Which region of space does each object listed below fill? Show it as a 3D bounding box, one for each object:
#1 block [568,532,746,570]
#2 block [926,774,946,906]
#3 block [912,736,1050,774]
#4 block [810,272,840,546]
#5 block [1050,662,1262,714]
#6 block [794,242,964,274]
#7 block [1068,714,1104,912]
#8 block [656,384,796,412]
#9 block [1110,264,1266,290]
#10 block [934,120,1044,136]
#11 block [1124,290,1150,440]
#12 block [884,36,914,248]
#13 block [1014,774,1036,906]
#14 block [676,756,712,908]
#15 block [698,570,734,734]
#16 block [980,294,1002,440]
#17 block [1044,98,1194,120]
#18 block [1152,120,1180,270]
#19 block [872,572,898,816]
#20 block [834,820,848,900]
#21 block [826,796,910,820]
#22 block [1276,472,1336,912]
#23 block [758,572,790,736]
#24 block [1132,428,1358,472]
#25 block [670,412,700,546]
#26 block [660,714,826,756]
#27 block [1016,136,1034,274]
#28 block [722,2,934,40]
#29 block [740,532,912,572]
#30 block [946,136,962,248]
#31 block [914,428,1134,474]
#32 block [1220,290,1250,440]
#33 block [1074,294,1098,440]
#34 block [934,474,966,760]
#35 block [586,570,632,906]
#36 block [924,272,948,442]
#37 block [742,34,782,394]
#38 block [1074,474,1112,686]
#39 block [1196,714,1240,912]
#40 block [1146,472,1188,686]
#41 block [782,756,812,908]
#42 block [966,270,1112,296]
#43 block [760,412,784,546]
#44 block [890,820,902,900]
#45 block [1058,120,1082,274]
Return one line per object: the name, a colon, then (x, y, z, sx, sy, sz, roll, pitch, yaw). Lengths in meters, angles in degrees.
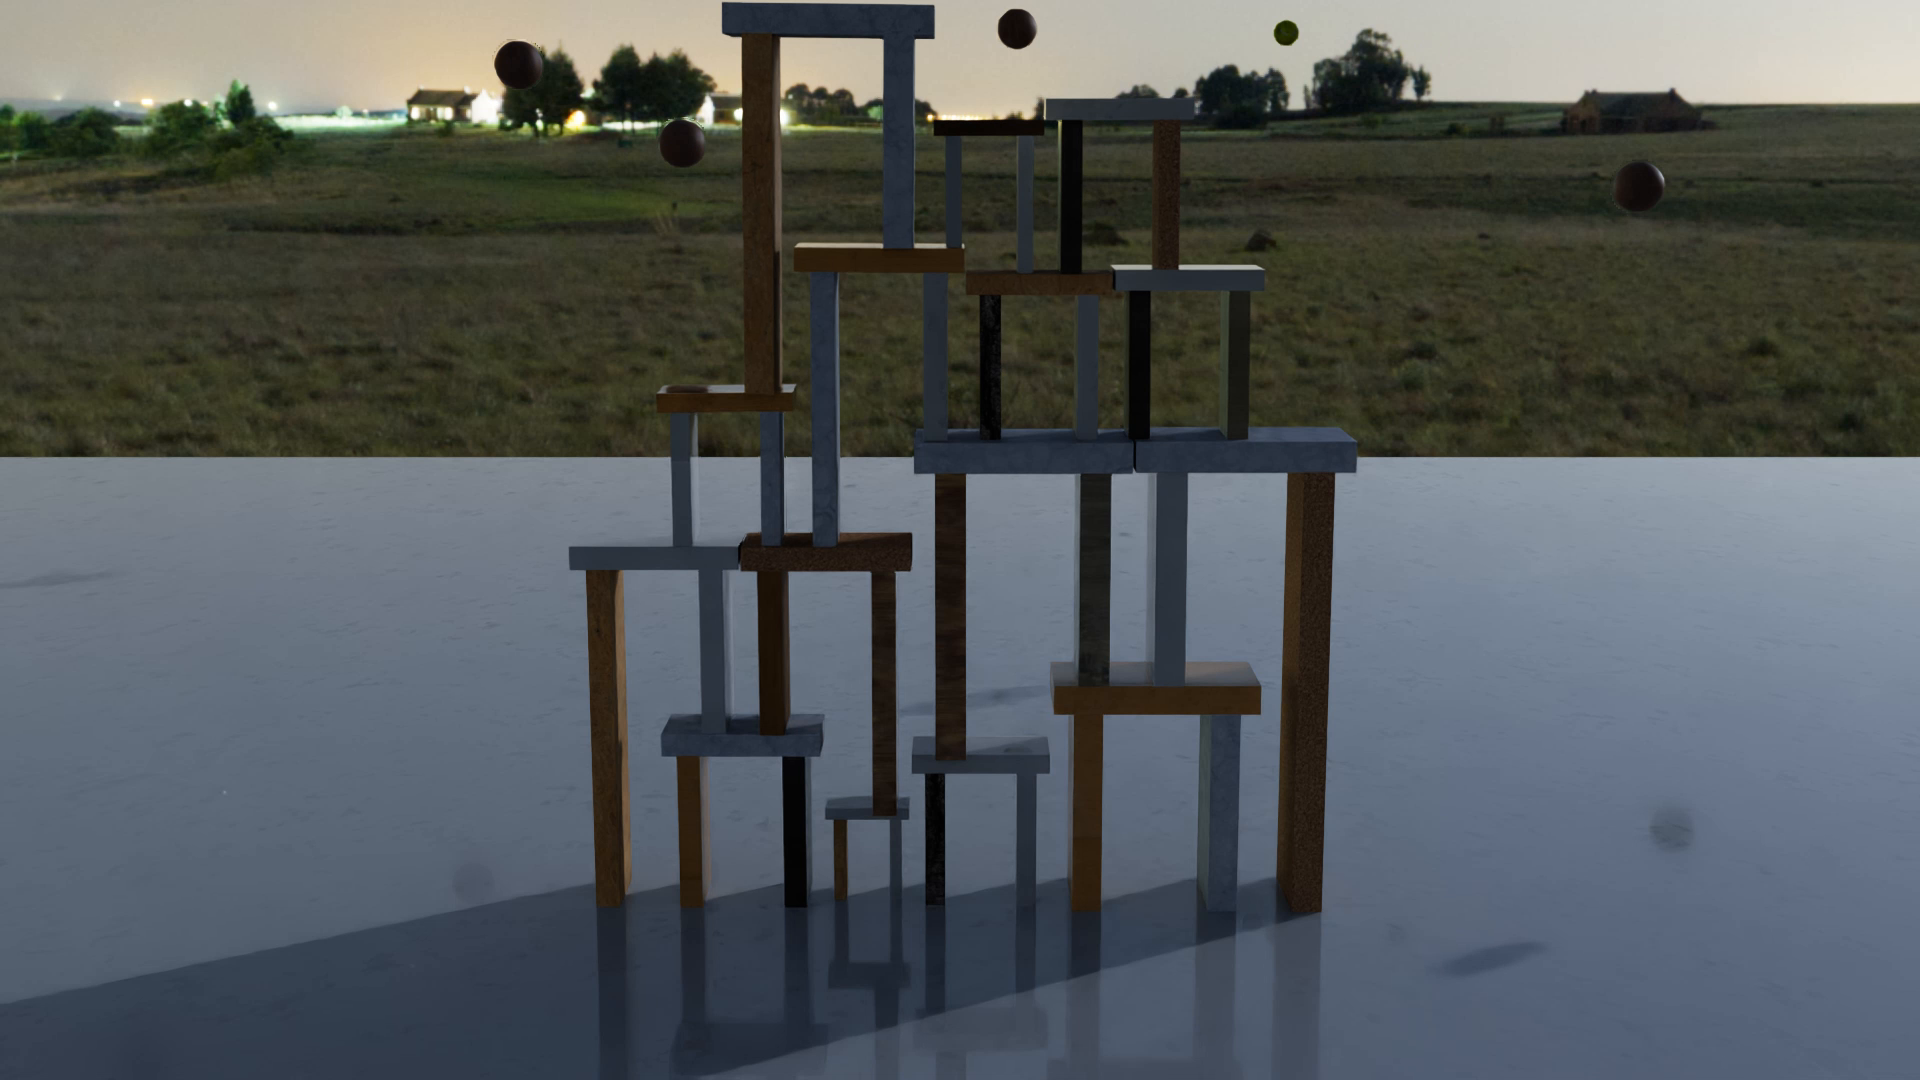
block: (-0.487, 0.017, 3.566, 0.270, 0.038, 0.135, 0, 11, 0)
block: (-0.041, 0.480, 3.649, 0.032, 0.224, 0.112, 0, 11, 0)
block: (0.034, 0.354, 3.626, 0.224, 0.032, 0.112, 0, 11, 0)
block: (-0.215, -0.215, 3.519, 0.037, 0.434, 0.132, 0, 11, -1)
block: (0.316, 0.242, 3.602, 0.331, 0.047, 0.166, 0, 11, 0)
block: (-0.126, -0.446, 3.476, 0.265, 0.037, 0.132, 0, 11, -1)
block: (0.206, 0.427, 3.637, 0.047, 0.331, 0.166, 0, 11, 0)
block: (-0.371, -0.226, 3.511, 0.213, 0.030, 0.107, -1, 11, -1)
block: (0.358, -0.415, 3.478, 0.233, 0.033, 0.117, 0, 11, 0)
block: (0.045, -0.644, 3.437, 0.171, 0.024, 0.085, 0, 11, 0)
block: (0.282, -0.284, 3.505, 0.033, 0.233, 0.117, -1, 11, 0)
block: (-0.095, -0.623, 3.443, 0.046, 0.321, 0.161, 0, 11, -1)
block: (0.109, 0.480, 3.649, 0.032, 0.224, 0.112, 0, 11, 0)
block: (-0.440, 0.464, 3.643, 0.036, 0.256, 0.128, 0, 11, 0)
block: (-0.397, 0.168, 3.595, 0.038, 0.270, 0.135, 0, 11, 0)
block: (0.048, -0.281, 3.510, 0.032, 0.229, 0.114, 0, 11, 0)
block: (0.248, -0.672, 3.434, 0.229, 0.032, 0.114, 0, 11, 2)
block: (0.324, -0.544, 3.455, 0.032, 0.229, 0.114, 0, 11, 0)
block: (-0.123, 0.236, 3.600, 0.038, 0.406, 0.135, 0, 11, 0)
block: (-0.198, 0.521, 3.661, 0.020, 0.138, 0.069, 0, 11, 0)
block: (-0.153, 0.444, 3.647, 0.138, 0.020, 0.069, 0, 10, 0)
block: (0.565, 0.234, 3.602, 0.049, 0.724, 0.173, 0, 11, 0)
block: (-0.303, 0.170, 3.586, 0.038, 0.270, 0.135, 0, 11, 0)
block: (0.449, -0.145, 3.531, 0.346, 0.049, 0.173, 0, 11, 0)
block: (-0.442, -0.106, 3.536, 0.030, 0.213, 0.107, 0, 11, 0)
block: (-0.354, 0.320, 3.615, 0.257, 0.036, 0.128, 0, 11, 0)
block: (0.102, -0.528, 3.459, 0.024, 0.212, 0.086, 0, 11, 0)
block: (-0.201, -0.804, 3.407, 0.321, 0.046, 0.161, 1, 11, -1)
block: (-0.213, 0.019, 3.556, 0.270, 0.038, 0.135, 0, 11, 0)
block: (-0.010, -0.548, 3.456, 0.024, 0.171, 0.086, 0, 11, 0)
block: (0.100, -0.143, 3.531, 0.344, 0.049, 0.172, 0, 11, 0)
block: (0.437, -0.284, 3.504, 0.033, 0.233, 0.117, 0, 11, 0)
block: (0.201, -0.281, 3.510, 0.032, 0.229, 0.114, 0, 11, 0)
block: (-0.015, 0.110, 3.578, 0.049, 0.466, 0.172, 0, 11, 0)
block: (-0.577, 0.312, 3.622, 0.038, 0.563, 0.135, 0, 11, 0)
block: (-0.039, -0.298, 3.505, 0.037, 0.265, 0.132, 0, 11, 0)
block: (-0.310, -0.512, 3.460, 0.046, 0.549, 0.161, 1, 11, 0)
block: (0.214, 0.050, 3.567, 0.049, 0.344, 0.172, 0, 11, 0)
block: (0.427, 0.427, 3.637, 0.047, 0.331, 0.166, 0, 11, 0)
block: (0.335, 0.048, 3.567, 0.049, 0.346, 0.173, 0, 11, 0)
block: (-0.269, 0.464, 3.642, 0.036, 0.256, 0.128, 0, 11, 0)
block: (0.124, -0.409, 3.485, 0.229, 0.032, 0.114, 0, 11, 0)
block: (-0.301, -0.106, 3.533, 0.030, 0.213, 0.107, 0, 10, -1)
block: (-0.106, 0.521, 3.661, 0.020, 0.138, 0.069, 0, 10, 0)
block: (0.172, -0.540, 3.459, 0.032, 0.236, 0.114, 0, 11, 0)
